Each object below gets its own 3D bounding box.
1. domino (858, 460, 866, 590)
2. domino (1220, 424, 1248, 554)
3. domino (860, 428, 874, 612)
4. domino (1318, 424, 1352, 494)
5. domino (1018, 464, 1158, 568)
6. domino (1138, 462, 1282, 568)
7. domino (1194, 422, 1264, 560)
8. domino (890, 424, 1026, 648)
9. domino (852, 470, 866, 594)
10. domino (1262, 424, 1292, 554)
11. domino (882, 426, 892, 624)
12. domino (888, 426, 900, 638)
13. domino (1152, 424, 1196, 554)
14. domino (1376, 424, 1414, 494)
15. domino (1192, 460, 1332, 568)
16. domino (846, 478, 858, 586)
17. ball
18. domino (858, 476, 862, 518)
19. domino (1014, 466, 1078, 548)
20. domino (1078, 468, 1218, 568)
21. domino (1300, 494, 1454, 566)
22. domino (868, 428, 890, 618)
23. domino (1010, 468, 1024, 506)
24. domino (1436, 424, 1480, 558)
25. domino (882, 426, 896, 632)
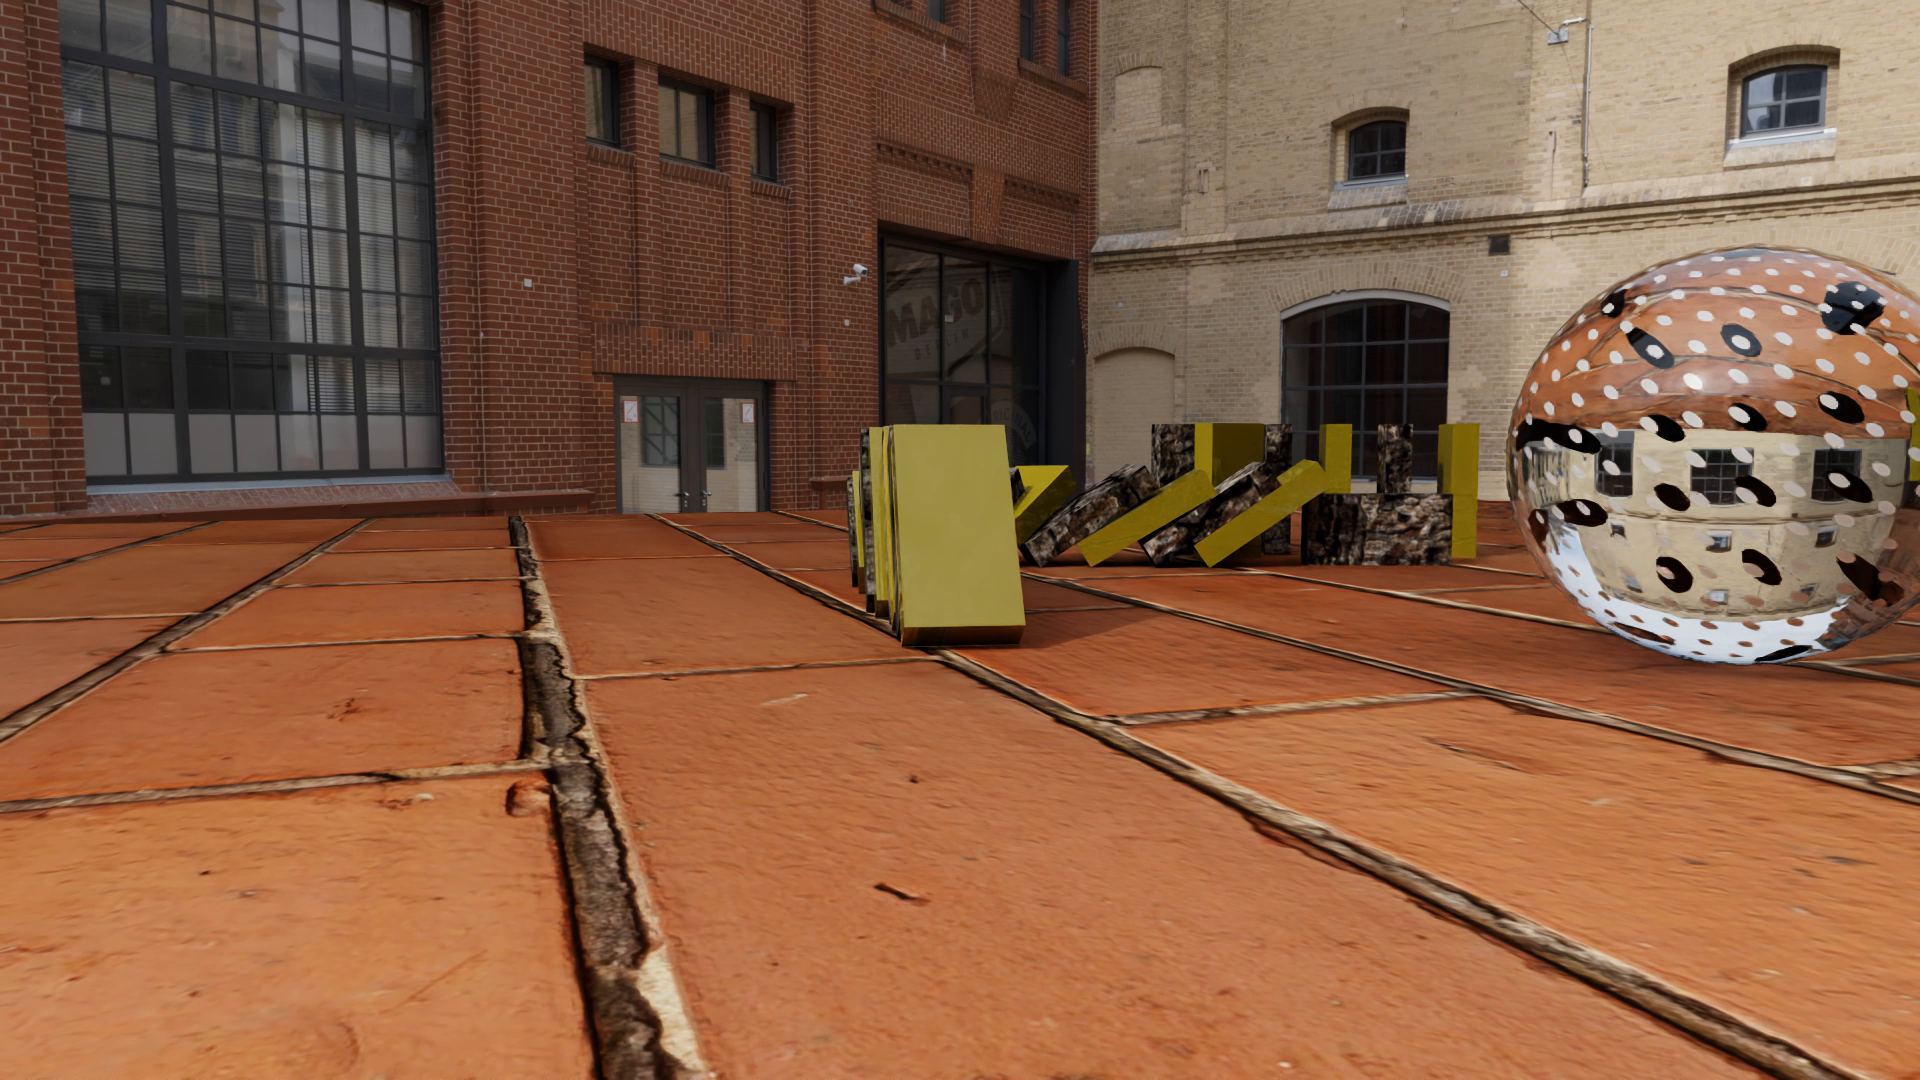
[{"bbox_3d":[-0.014,-0.005,0.349,0.025,0.050,0.009,-1,-38,-7],"label":"domino"},{"bbox_3d":[0.103,-0.020,0.505,0.009,0.050,0.025,-1,4,-13],"label":"domino"},{"bbox_3d":[-0.013,-0.006,0.335,0.025,0.050,0.010,-1,-30,-7],"label":"domino"},{"bbox_3d":[0.146,-0.020,0.499,0.010,0.050,0.025,1,4,10],"label":"domino"},{"bbox_3d":[0.044,-0.009,0.456,0.050,0.009,0.025,-33,8,-5],"label":"domino"},{"bbox_3d":[0.087,-0.009,0.450,0.050,0.009,0.025,-34,2,5],"label":"domino"},{"bbox_3d":[0.100,-0.018,0.475,0.025,0.050,0.010,-3,5,-31],"label":"domino"},{"bbox_3d":[-0.001,-0.002,0.279,0.025,0.050,0.009,-1,-30,-7],"label":"domino"},{"bbox_3d":[-0.019,-0.003,0.383,0.025,0.009,0.050,-1,36,-7],"label":"domino"},{"bbox_3d":[0.124,-0.020,0.503,0.009,0.050,0.025,1,4,7],"label":"domino"},{"bbox_3d":[-0.006,-0.004,0.313,0.025,0.050,0.009,-1,-30,-7],"label":"domino"},{"bbox_3d":[-0.003,-0.003,0.290,0.025,0.050,0.009,-1,-30,-7],"label":"domino"},{"bbox_3d":[0.087,-0.020,0.496,0.025,0.050,0.009,-1,4,-13],"label":"domino"},{"bbox_3d":[0.167,-0.020,0.495,0.009,0.050,0.025,1,4,11],"label":"domino"},{"bbox_3d":[0.104,-0.010,0.449,0.050,0.009,0.025,-35,2,7],"label":"domino"},{"bbox_3d":[-0.022,-0.003,0.402,0.025,0.010,0.050,-1,32,-7],"label":"domino"},{"bbox_3d":[0.148,-0.016,0.247,0.080,0.080,0.080,0,4,0],"label":"ball"},{"bbox_3d":[-0.015,-0.004,0.366,0.025,0.010,0.050,-1,41,-7],"label":"domino"},{"bbox_3d":[0.017,-0.009,0.458,0.025,0.010,0.050,3,37,43],"label":"domino"},{"bbox_3d":[0.065,-0.008,0.452,0.050,0.009,0.025,-30,2,5],"label":"domino"},{"bbox_3d":[0.147,-0.004,0.453,0.050,0.025,0.010,0,4,2],"label":"domino"},{"bbox_3d":[-0.010,-0.005,0.324,0.025,0.050,0.010,-1,-30,-7],"label":"domino"},{"bbox_3d":[0.000,-0.008,0.445,0.025,0.009,0.050,2,35,31],"label":"domino"},{"bbox_3d":[0.190,-0.019,0.491,0.010,0.050,0.025,1,4,9],"label":"domino"},{"bbox_3d":[-0.004,-0.003,0.301,0.025,0.050,0.010,-1,-30,-7],"label":"domino"}]
